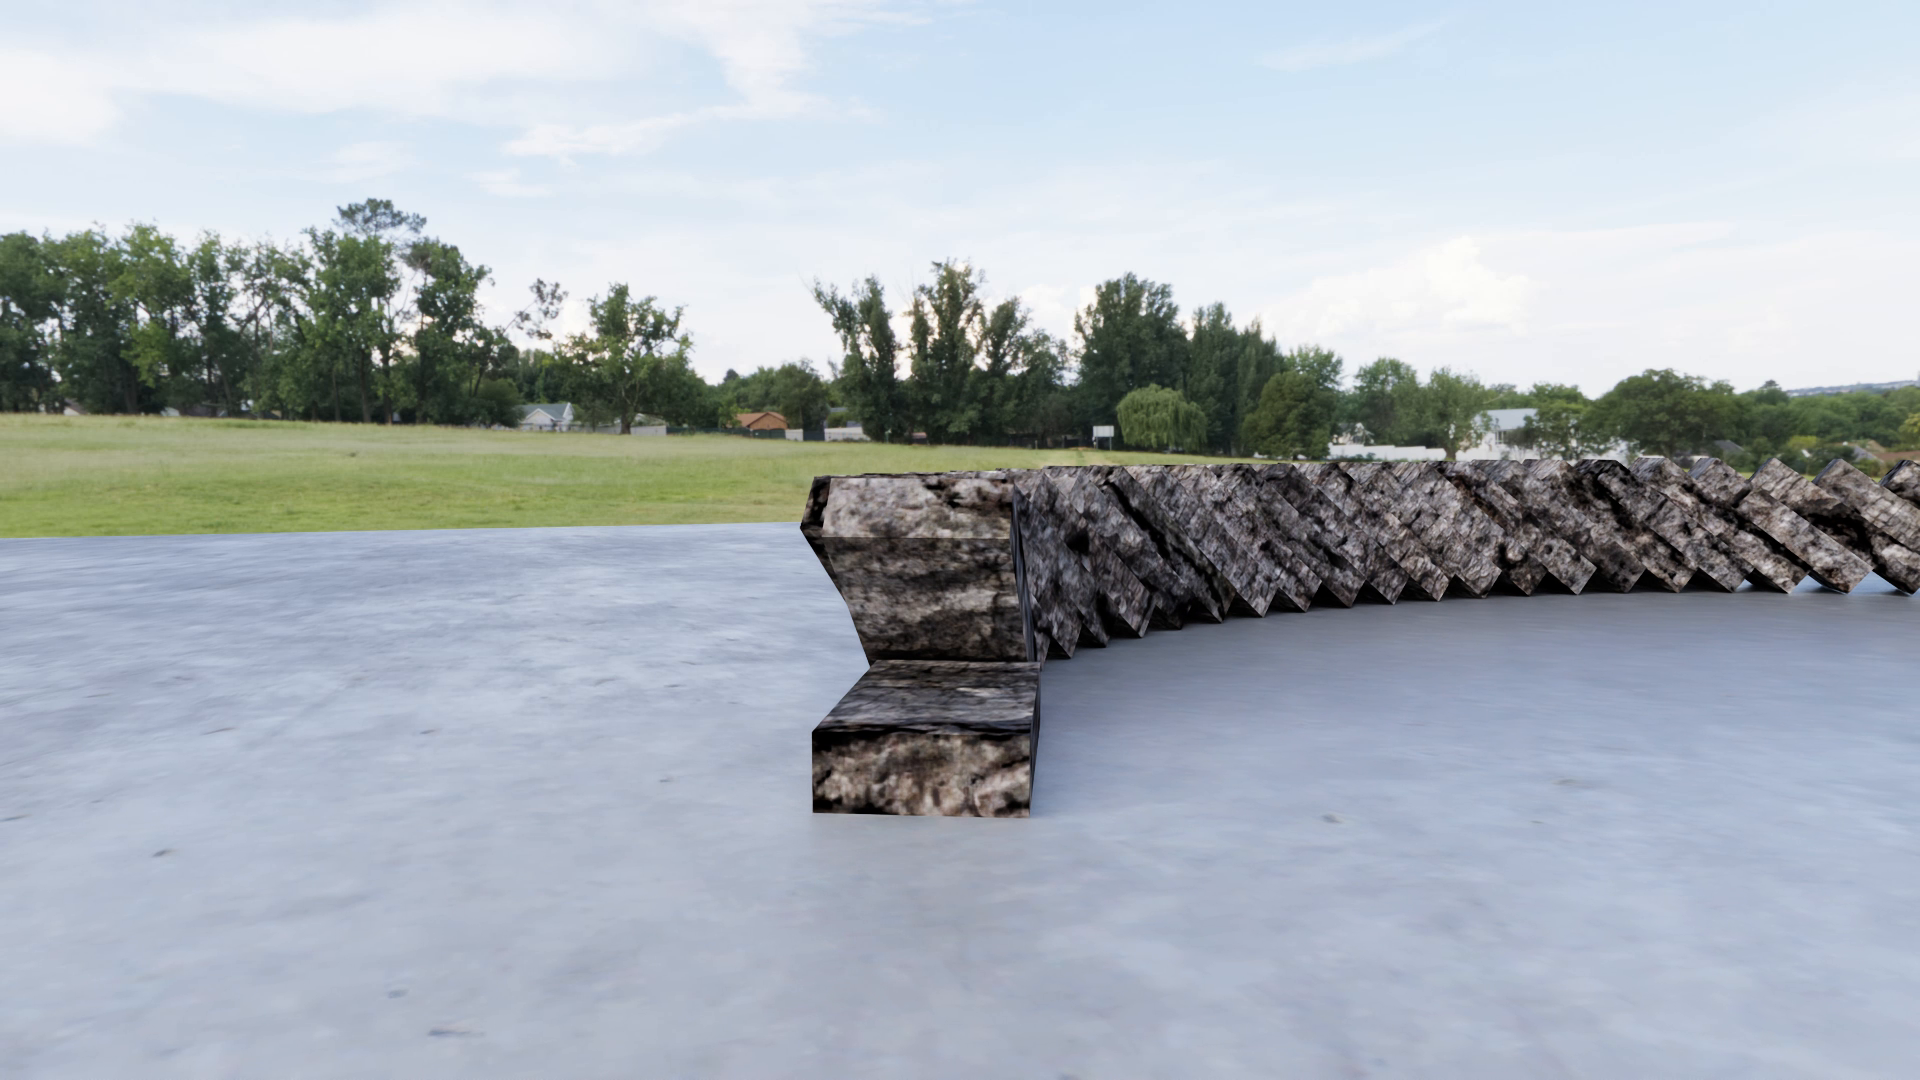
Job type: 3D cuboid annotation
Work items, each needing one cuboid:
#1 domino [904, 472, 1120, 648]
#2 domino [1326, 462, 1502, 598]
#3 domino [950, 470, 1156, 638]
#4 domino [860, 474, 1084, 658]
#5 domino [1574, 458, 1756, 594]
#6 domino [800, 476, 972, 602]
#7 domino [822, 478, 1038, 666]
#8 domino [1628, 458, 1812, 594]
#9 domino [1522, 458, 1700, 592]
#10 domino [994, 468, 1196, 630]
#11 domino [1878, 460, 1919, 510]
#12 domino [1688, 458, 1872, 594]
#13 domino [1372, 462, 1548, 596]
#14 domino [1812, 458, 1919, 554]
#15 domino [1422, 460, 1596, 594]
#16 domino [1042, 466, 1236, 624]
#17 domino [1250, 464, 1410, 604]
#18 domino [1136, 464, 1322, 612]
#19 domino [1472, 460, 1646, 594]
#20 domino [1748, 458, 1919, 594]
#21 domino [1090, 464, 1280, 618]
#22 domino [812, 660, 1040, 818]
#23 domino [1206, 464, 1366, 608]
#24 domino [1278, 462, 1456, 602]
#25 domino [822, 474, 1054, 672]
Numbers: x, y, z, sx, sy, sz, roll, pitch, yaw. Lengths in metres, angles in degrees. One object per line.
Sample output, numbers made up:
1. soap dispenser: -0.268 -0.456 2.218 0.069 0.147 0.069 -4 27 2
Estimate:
1. domino: 0.010 0.004 0.261 0.025 0.009 0.050 3 -30 39
2. domino: 0.124 -0.003 0.357 0.050 0.009 0.025 37 -8 -18
3. domino: 0.019 0.003 0.275 0.025 0.009 0.050 4 -30 42
4. domino: 0.002 0.006 0.245 0.025 0.009 0.050 2 -31 33
5. domino: 0.204 -0.005 0.378 0.050 0.009 0.025 38 5 0
6. domino: -0.005 0.008 0.210 0.025 0.009 0.050 1 -32 17
7. domino: -0.003 0.009 0.192 0.025 0.009 0.050 1 -33 8
8. domino: 0.221 -0.005 0.378 0.050 0.009 0.025 39 10 5
9. domino: 0.188 -0.005 0.377 0.050 0.009 0.025 37 3 -3
10. domino: 0.029 0.002 0.289 0.025 0.009 0.050 5 -30 46
11. domino: 0.283 -0.003 0.357 0.050 0.009 0.025 43 23 21
12. domino: 0.239 -0.005 0.378 0.050 0.010 0.025 41 16 13
13. domino: 0.139 -0.003 0.363 0.050 0.009 0.025 37 -6 -15
14. domino: 0.269 -0.004 0.365 0.050 0.009 0.025 43 22 21
15. domino: 0.155 -0.004 0.369 0.050 0.009 0.025 37 -3 -11
16. domino: 0.041 0.001 0.301 0.025 0.009 0.050 5 -30 50
17. domino: 0.094 -0.002 0.342 0.050 0.009 0.025 38 -12 -23
18. domino: 0.066 0.000 0.323 0.050 0.009 0.025 39 -17 -28
19. domino: 0.171 -0.004 0.374 0.050 0.009 0.025 37 0 -7
20. domino: 0.255 -0.005 0.374 0.050 0.009 0.025 43 21 20
21. domino: 0.053 0.000 0.313 0.050 0.009 0.025 41 -20 -31
22. domino: -0.002 0.025 0.171 0.025 0.010 0.050 0 4 5
23. domino: 0.080 -0.001 0.333 0.050 0.010 0.025 39 -14 -25
24. domino: 0.108 -0.002 0.350 0.050 0.009 0.025 37 -10 -20
25. domino: -0.004 0.007 0.228 0.025 0.009 0.050 2 -32 28
